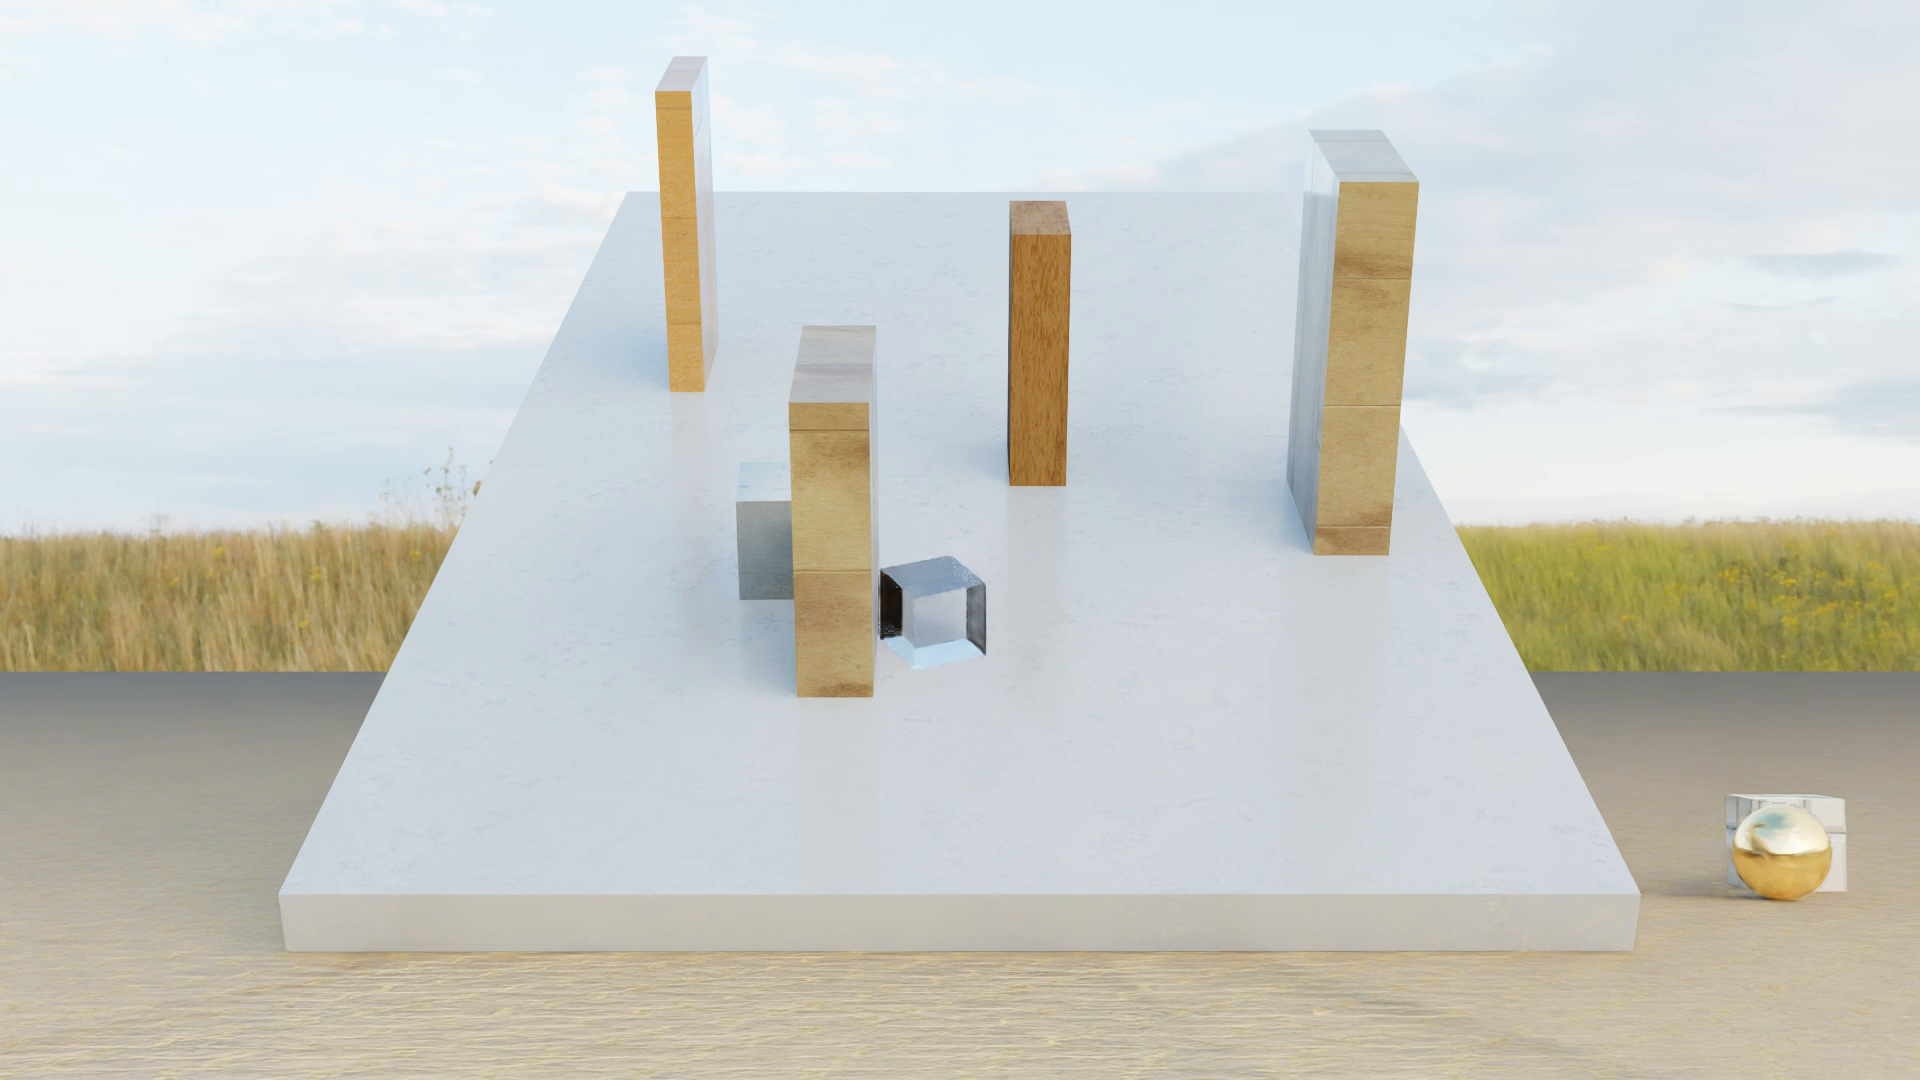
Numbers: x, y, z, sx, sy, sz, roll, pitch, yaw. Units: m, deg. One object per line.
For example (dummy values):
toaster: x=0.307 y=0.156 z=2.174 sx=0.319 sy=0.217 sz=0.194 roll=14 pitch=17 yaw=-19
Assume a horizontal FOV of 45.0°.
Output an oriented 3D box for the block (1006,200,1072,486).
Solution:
block: x=0.164 y=-0.415 z=4.879 sx=0.118 sy=0.545 sz=0.261 roll=0 pitch=23 yaw=0

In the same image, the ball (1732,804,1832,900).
ball: x=1.488 y=0.566 z=4.195 sx=0.173 sy=0.173 sz=0.173 roll=0 pitch=-3 yaw=0

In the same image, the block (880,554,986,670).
block: x=-0.048 y=0.128 z=4.129 sx=0.140 sy=0.140 sz=0.140 roll=-11 pitch=26 yaw=-24

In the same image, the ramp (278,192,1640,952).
ramp: x=-0.008 y=-0.226 z=5.255 sx=2.000 sy=0.100 sz=4.000 roll=0 pitch=23 yaw=0

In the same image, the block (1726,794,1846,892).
block: x=1.584 y=0.579 z=4.447 sx=0.172 sy=0.172 sz=0.172 roll=0 pitch=-3 yaw=1

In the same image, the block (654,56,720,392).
block: x=-0.636 y=-0.744 z=5.436 sx=0.081 sy=0.705 sz=0.378 roll=0 pitch=23 yaw=0

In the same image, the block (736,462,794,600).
block: x=-0.317 y=-0.020 z=4.396 sx=0.200 sy=0.200 sz=0.200 roll=-1 pitch=23 yaw=-2

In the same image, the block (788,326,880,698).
block: x=-0.215 y=-0.056 z=4.054 sx=0.131 sy=0.538 sz=0.403 roll=0 pitch=23 yaw=0

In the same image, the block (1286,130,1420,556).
block: x=0.767 y=-0.394 z=4.578 sx=0.147 sy=0.747 sz=0.410 roll=0 pitch=23 yaw=0
